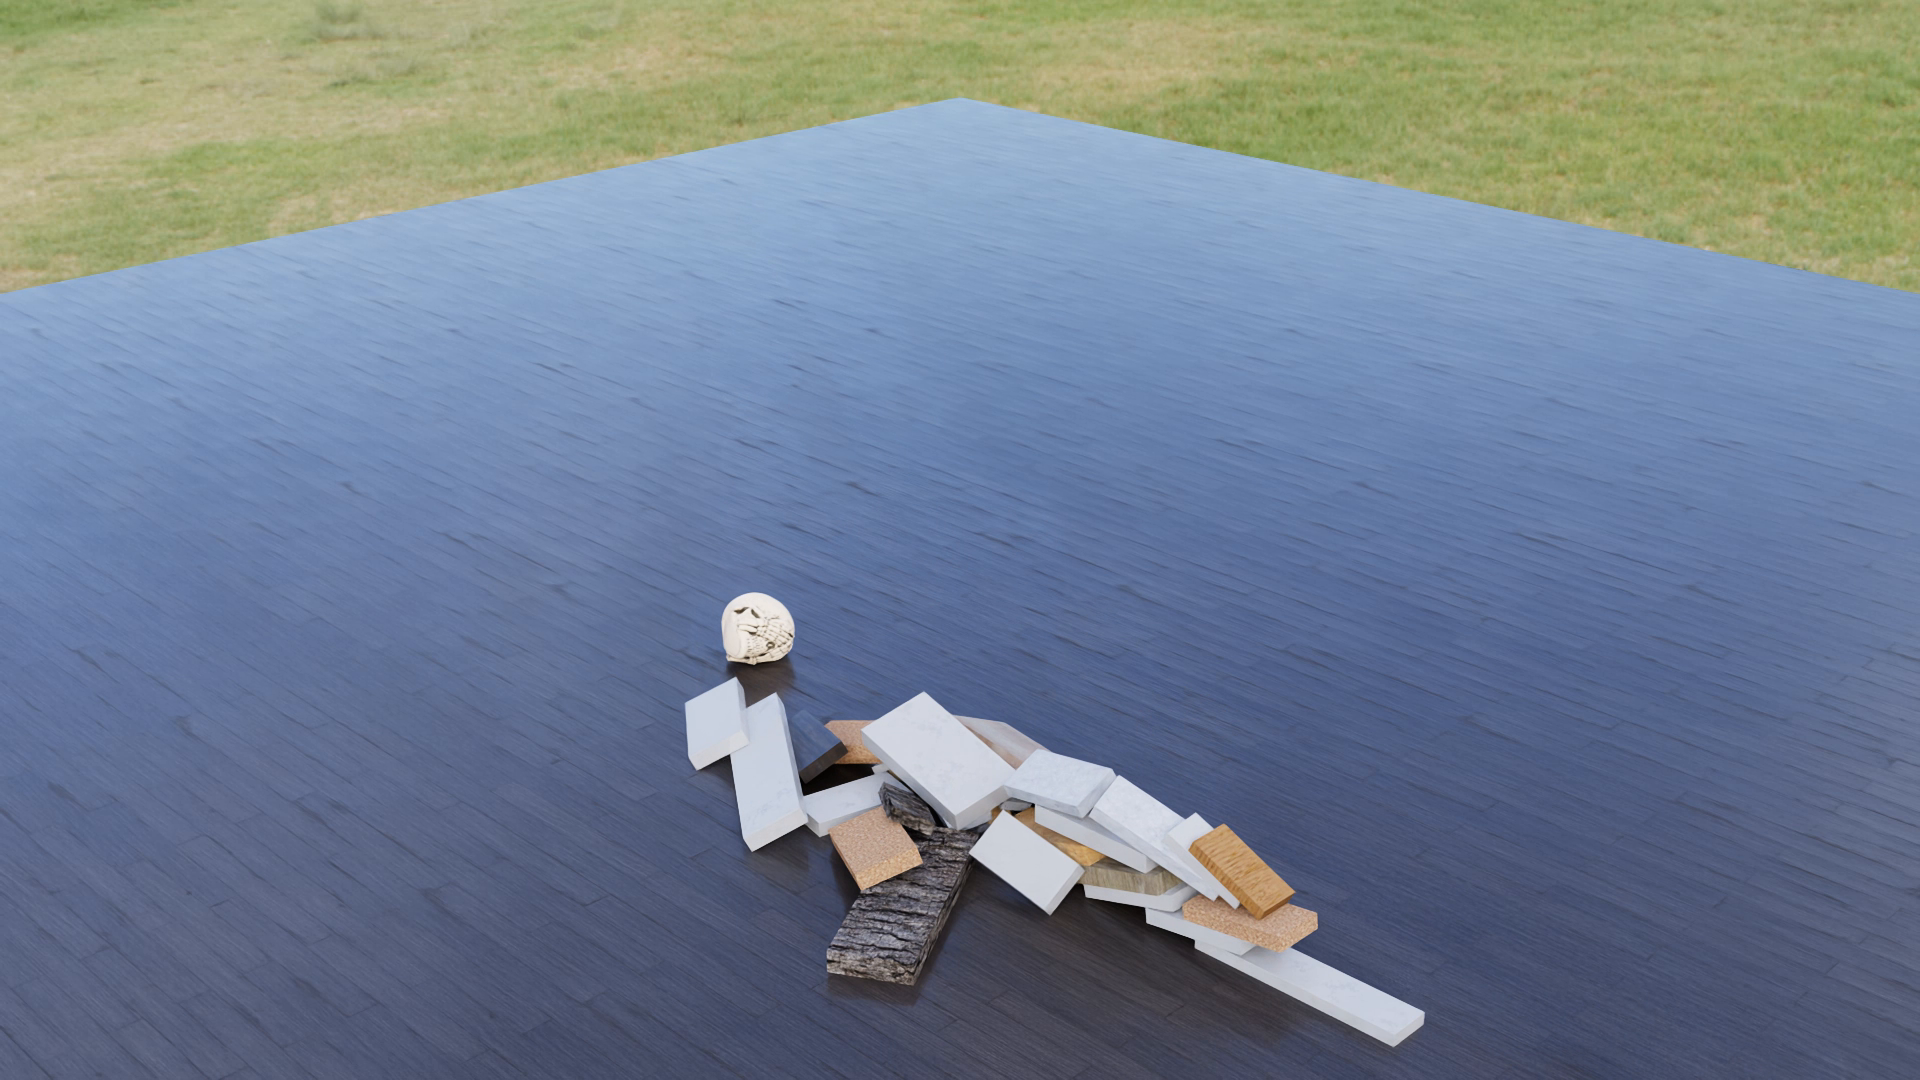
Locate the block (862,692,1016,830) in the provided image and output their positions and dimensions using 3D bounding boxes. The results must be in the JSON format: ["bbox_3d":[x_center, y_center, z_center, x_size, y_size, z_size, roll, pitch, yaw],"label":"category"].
[{"bbox_3d":[-0.039,0.441,4.425,0.161,0.046,0.322,-30,44,-24],"label":"block"}]

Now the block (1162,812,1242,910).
[{"bbox_3d":[0.464,0.583,4.001,0.181,0.026,0.090,42,43,21],"label":"block"}]

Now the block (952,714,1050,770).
[{"bbox_3d":[0.123,0.447,4.505,0.161,0.046,0.322,12,10,-41],"label":"block"}]

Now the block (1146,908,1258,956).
[{"bbox_3d":[0.459,0.694,4.020,0.219,0.031,0.109,12,24,44],"label":"block"}]

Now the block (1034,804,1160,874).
[{"bbox_3d":[0.289,0.538,4.154,0.273,0.039,0.136,20,30,40],"label":"block"}]

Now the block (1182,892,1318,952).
[{"bbox_3d":[0.520,0.676,3.952,0.109,0.031,0.219,-22,23,-41],"label":"block"}]

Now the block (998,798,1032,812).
[{"bbox_3d":[0.079,0.494,4.444,0.072,0.021,0.145,13,24,-39],"label":"block"}]

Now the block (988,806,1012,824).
[{"bbox_3d":[0.054,0.533,4.411,0.052,0.015,0.104,-9,27,-29],"label":"block"}]

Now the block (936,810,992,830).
[{"bbox_3d":[-0.015,0.508,4.397,0.091,0.026,0.183,-20,41,-13],"label":"block"}]

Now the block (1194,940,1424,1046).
[{"bbox_3d":[0.613,0.778,3.895,0.431,0.026,0.090,21,31,40],"label":"block"}]

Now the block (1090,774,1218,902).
[{"bbox_3d":[0.378,0.547,4.043,0.274,0.030,0.106,33,40,11],"label":"block"}]

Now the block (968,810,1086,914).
[{"bbox_3d":[0.126,0.611,4.172,0.212,0.030,0.106,32,78,40],"label":"block"}]

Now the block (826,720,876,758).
[{"bbox_3d":[-0.225,0.419,4.627,0.221,0.031,0.111,-5,21,43],"label":"block"}]

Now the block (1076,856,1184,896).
[{"bbox_3d":[0.311,0.612,4.153,0.136,0.039,0.273,-22,15,-41],"label":"block"}]

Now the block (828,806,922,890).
[{"bbox_3d":[-0.165,0.588,4.227,0.126,0.036,0.253,-23,17,-9],"label":"block"}]

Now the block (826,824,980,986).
[{"bbox_3d":[-0.099,0.673,4.117,0.161,0.046,0.468,6,24,14],"label":"block"}]

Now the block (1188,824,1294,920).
[{"bbox_3d":[0.507,0.597,3.961,0.090,0.026,0.181,-22,55,-41],"label":"block"}]

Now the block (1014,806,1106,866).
[{"bbox_3d":[0.192,0.573,4.266,0.136,0.039,0.273,-22,15,-41],"label":"block"}]

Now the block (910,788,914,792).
[{"bbox_3d":[-0.022,0.495,4.508,0.145,0.021,0.072,-6,10,27],"label":"block"}]

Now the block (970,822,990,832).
[{"bbox_3d":[0.018,0.557,4.428,0.052,0.015,0.104,-21,31,-40],"label":"block"}]

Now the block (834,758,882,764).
[{"bbox_3d":[-0.201,0.451,4.637,0.120,0.017,0.060,-4,18,31],"label":"block"}]

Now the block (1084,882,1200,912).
[{"bbox_3d":[0.349,0.647,4.120,0.109,0.031,0.219,-22,15,-41],"label":"block"}]

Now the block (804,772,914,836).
[{"bbox_3d":[-0.216,0.534,4.462,0.221,0.031,0.111,-14,27,-30],"label":"block"}]

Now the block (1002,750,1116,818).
[{"bbox_3d":[0.190,0.462,4.187,0.106,0.030,0.212,-43,30,-27],"label":"block"}]

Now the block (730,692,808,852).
[{"bbox_3d":[-0.403,0.471,4.537,0.126,0.036,0.506,-28,25,2],"label":"block"}]

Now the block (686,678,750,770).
[{"bbox_3d":[-0.522,0.392,4.724,0.126,0.036,0.253,-27,24,3],"label":"block"}]

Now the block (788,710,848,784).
[{"bbox_3d":[-0.325,0.431,4.610,0.111,0.031,0.221,-36,25,-12],"label":"block"}]

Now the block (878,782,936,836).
[{"bbox_3d":[-0.105,0.528,4.329,0.091,0.026,0.183,24,5,-11],"label":"block"}]

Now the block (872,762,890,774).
[{"bbox_3d":[-0.121,0.455,4.586,0.120,0.017,0.060,-23,4,33],"label":"block"}]

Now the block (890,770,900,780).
[{"bbox_3d":[-0.068,0.477,4.539,0.145,0.021,0.072,-2,11,41],"label":"block"}]
